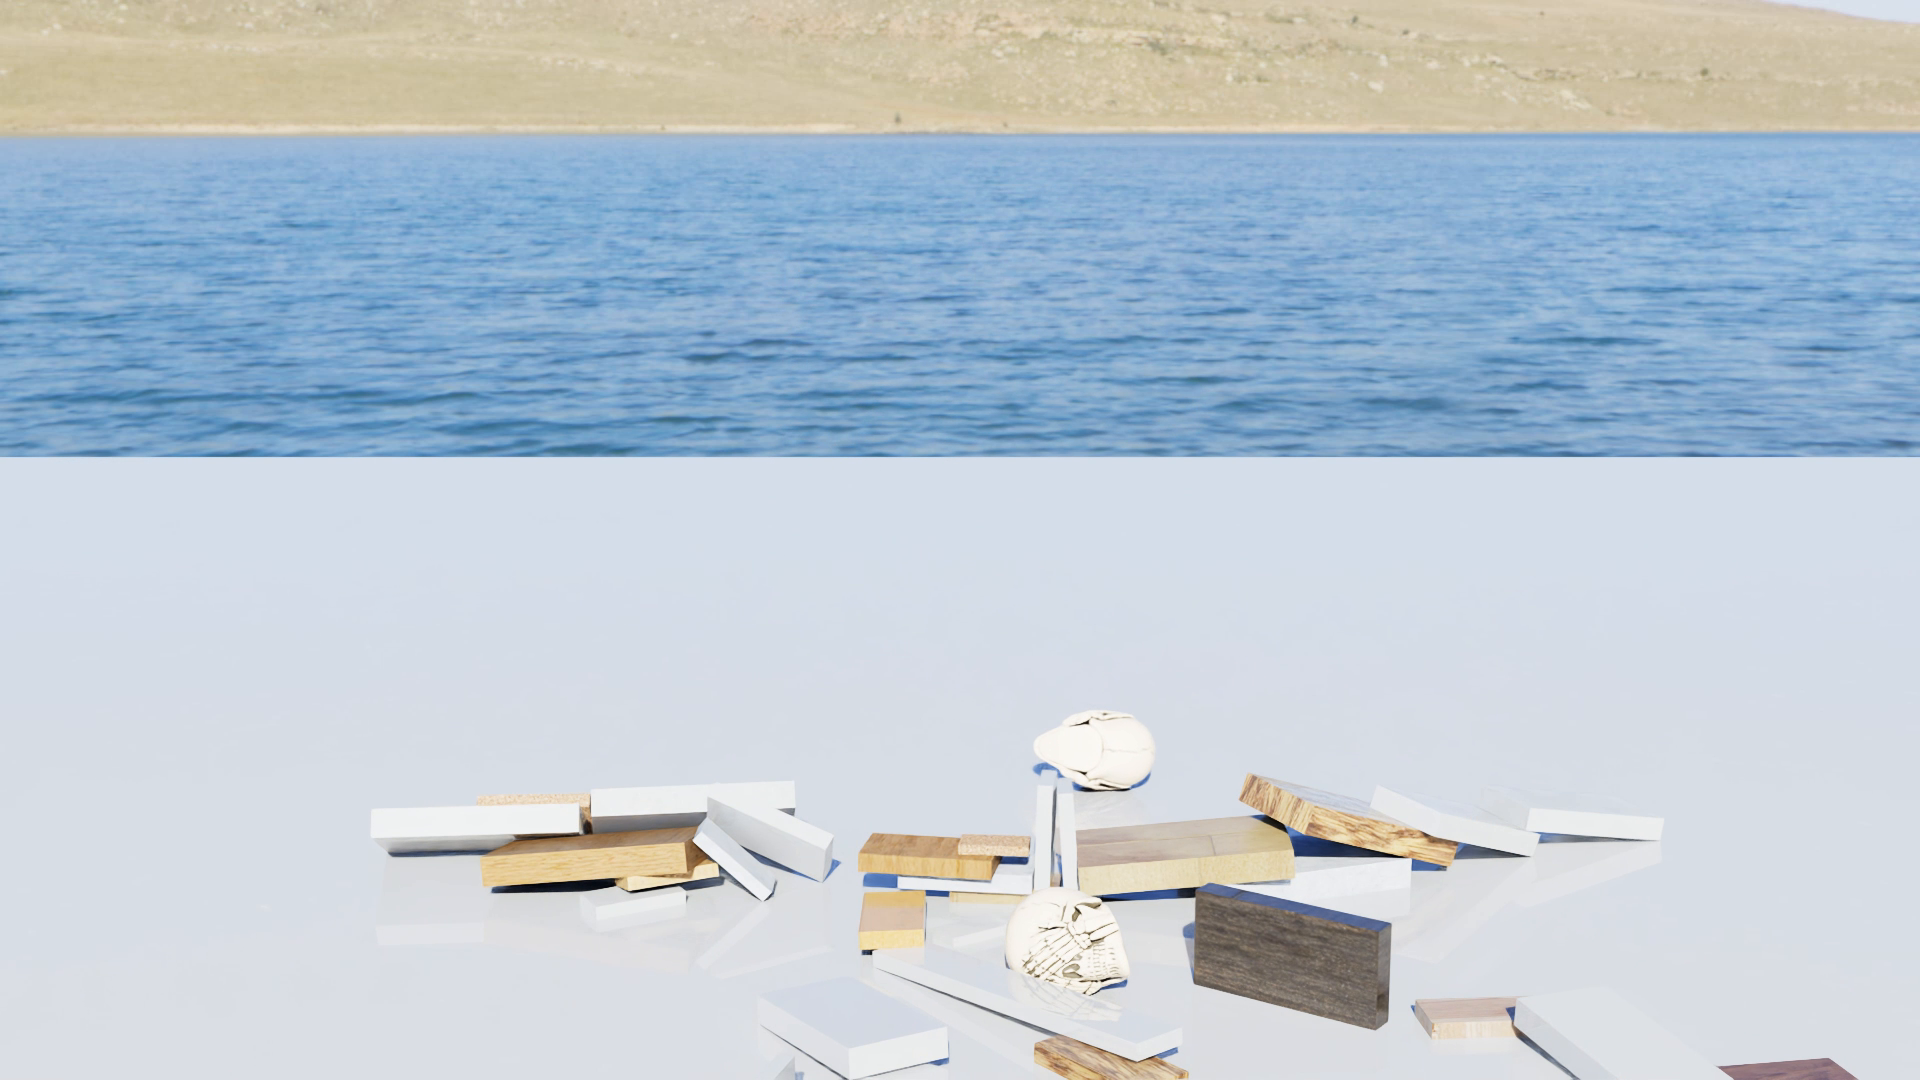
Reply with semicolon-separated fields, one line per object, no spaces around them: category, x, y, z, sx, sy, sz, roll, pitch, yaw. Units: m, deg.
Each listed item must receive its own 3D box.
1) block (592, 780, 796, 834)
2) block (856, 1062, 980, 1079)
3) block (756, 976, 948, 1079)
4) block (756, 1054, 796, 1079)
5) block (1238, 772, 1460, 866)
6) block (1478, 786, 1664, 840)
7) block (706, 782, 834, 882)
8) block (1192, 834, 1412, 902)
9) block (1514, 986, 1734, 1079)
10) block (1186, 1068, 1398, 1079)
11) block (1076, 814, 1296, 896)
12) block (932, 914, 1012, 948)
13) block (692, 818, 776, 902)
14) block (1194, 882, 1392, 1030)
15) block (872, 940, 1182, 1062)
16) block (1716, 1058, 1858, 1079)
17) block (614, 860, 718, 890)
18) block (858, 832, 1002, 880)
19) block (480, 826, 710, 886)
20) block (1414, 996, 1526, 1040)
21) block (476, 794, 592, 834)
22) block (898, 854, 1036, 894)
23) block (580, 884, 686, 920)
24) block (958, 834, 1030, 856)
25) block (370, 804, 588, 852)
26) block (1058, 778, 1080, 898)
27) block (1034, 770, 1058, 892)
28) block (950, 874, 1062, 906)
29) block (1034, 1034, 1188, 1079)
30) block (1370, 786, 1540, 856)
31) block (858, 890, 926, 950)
block;-0.467;0.483;3.852;0.347;0.049;0.174;-2;-26;-8
block;-0.050;0.720;2.905;0.161;0.023;0.081;7;13;35
block;-0.153;0.671;3.042;0.148;0.042;0.295;-6;6;-29
block;-0.246;0.717;2.767;0.023;0.081;0.161;3;11;16
block;0.661;0.474;3.726;0.349;0.049;0.175;16;4;-34
block;1.099;0.491;3.953;0.291;0.041;0.145;7;7;-22
block;-0.321;0.493;3.708;0.221;0.111;0.031;23;53;11
block;0.564;0.556;3.719;0.349;0.049;0.175;-4;11;-20
block;0.890;0.689;2.954;0.145;0.041;0.291;-4;16;-19
block;0.329;0.732;2.788;0.492;0.042;0.148;-1;11;-7
block;0.370;0.521;3.651;0.349;0.049;0.175;-5;13;3
block;0.020;0.617;3.477;0.114;0.016;0.057;-7;13;-35
block;-0.374;0.531;3.657;0.155;0.022;0.077;42;8;-6
block;0.480;0.603;3.197;0.295;0.148;0.042;8;13;35
block;0.084;0.653;3.157;0.086;0.024;0.568;-9;10;-39
block;1.092;0.719;2.906;0.173;0.024;0.086;-2;11;-10
block;-0.487;0.554;3.650;0.155;0.022;0.077;-6;1;-25
block;-0.048;0.522;3.637;0.221;0.031;0.111;2;11;10
block;-0.605;0.529;3.684;0.347;0.049;0.174;-5;1;8
block;0.743;0.678;3.126;0.173;0.024;0.086;-1;11;-4
block;-0.757;0.493;3.933;0.198;0.099;0.028;-1;51;-3
block;0.015;0.551;3.656;0.221;0.031;0.111;1;11;8
block;-0.538;0.589;3.615;0.155;0.022;0.077;-6;12;-29
block;0.057;0.502;3.617;0.114;0.016;0.057;1;11;5
block;-0.830;0.500;3.817;0.347;0.049;0.174;-1;-16;-5
block;0.181;0.497;3.676;0.025;0.179;0.090;-4;10;2
block;0.142;0.480;3.634;0.025;0.179;0.090;3;10;7
block;0.077;0.579;3.660;0.179;0.025;0.090;1;11;6
block;0.202;0.708;2.955;0.099;0.028;0.198;-8;13;-38
block;0.860;0.488;3.815;0.291;0.041;0.145;16;4;-40
block;-0.105;0.595;3.450;0.099;0.028;0.198;-2;8;0
